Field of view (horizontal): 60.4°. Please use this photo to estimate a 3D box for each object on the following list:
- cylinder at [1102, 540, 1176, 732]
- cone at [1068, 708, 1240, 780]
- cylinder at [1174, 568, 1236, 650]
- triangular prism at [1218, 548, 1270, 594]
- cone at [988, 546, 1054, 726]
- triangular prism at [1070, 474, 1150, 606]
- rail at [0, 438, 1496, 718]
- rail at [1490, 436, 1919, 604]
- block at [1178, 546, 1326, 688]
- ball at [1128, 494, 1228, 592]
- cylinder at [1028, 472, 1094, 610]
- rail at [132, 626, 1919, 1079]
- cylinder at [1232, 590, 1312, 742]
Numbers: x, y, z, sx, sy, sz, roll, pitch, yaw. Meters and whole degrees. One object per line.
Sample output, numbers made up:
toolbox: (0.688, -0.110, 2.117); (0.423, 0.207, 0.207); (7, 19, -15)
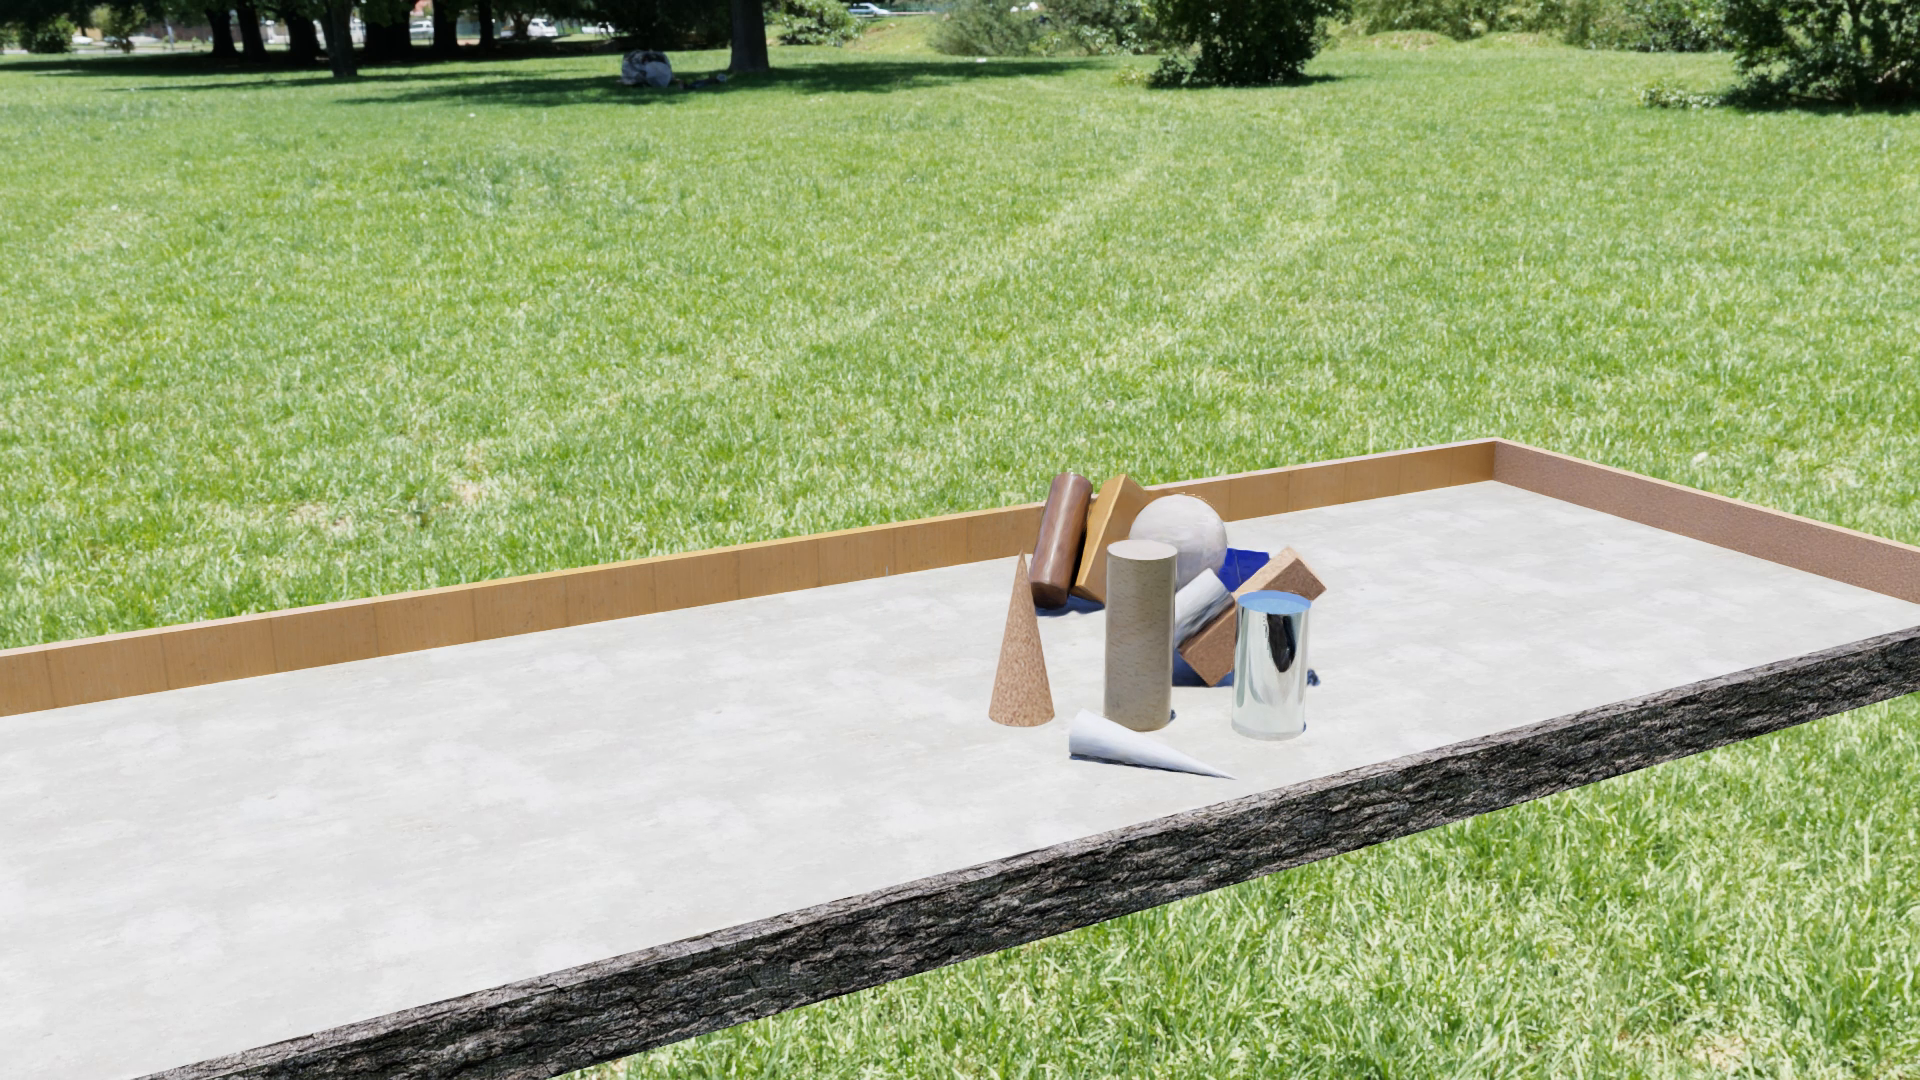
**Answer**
cylinder: (0.419, 0.223, 3.851); (0.160, 0.419, 0.160); (0, 16, 0)
cone: (0.440, 0.476, 3.645); (0.389, 0.104, 0.104); (15, 21, 21)
cylinder: (0.524, 0.213, 4.109); (0.332, 0.107, 0.107); (-39, 16, 6)
triangular prism: (0.714, 0.084, 4.626); (0.363, 0.133, 0.154); (6, 7, -31)
cone: (0.145, 0.209, 3.878); (0.159, 0.430, 0.159); (0, 16, 0)
triangular prism: (0.403, -0.004, 4.744); (0.125, 0.355, 0.145); (6, -23, 44)
rail: (-3.305, 0.497, 3.399); (12.000, 0.150, 0.050); (-9, 18, -27)
rail: (2.466, -0.048, 5.253); (0.050, 0.150, 2.100); (-9, 18, -27)
block: (0.722, 0.190, 4.110); (0.374, 0.112, 0.112); (-42, 12, 11)
ball: (0.559, 0.011, 4.233); (0.255, 0.255, 0.255); (0, 16, 0)
cylinder: (0.286, 0.000, 4.754); (0.126, 0.126, 0.408); (5, 52, 15)
rail: (-2.336, 1.006, 1.665); (12.000, 0.150, 0.050); (-9, 18, -27)
cylinder: (0.719, 0.290, 3.820); (0.167, 0.309, 0.167); (0, 16, 0)
